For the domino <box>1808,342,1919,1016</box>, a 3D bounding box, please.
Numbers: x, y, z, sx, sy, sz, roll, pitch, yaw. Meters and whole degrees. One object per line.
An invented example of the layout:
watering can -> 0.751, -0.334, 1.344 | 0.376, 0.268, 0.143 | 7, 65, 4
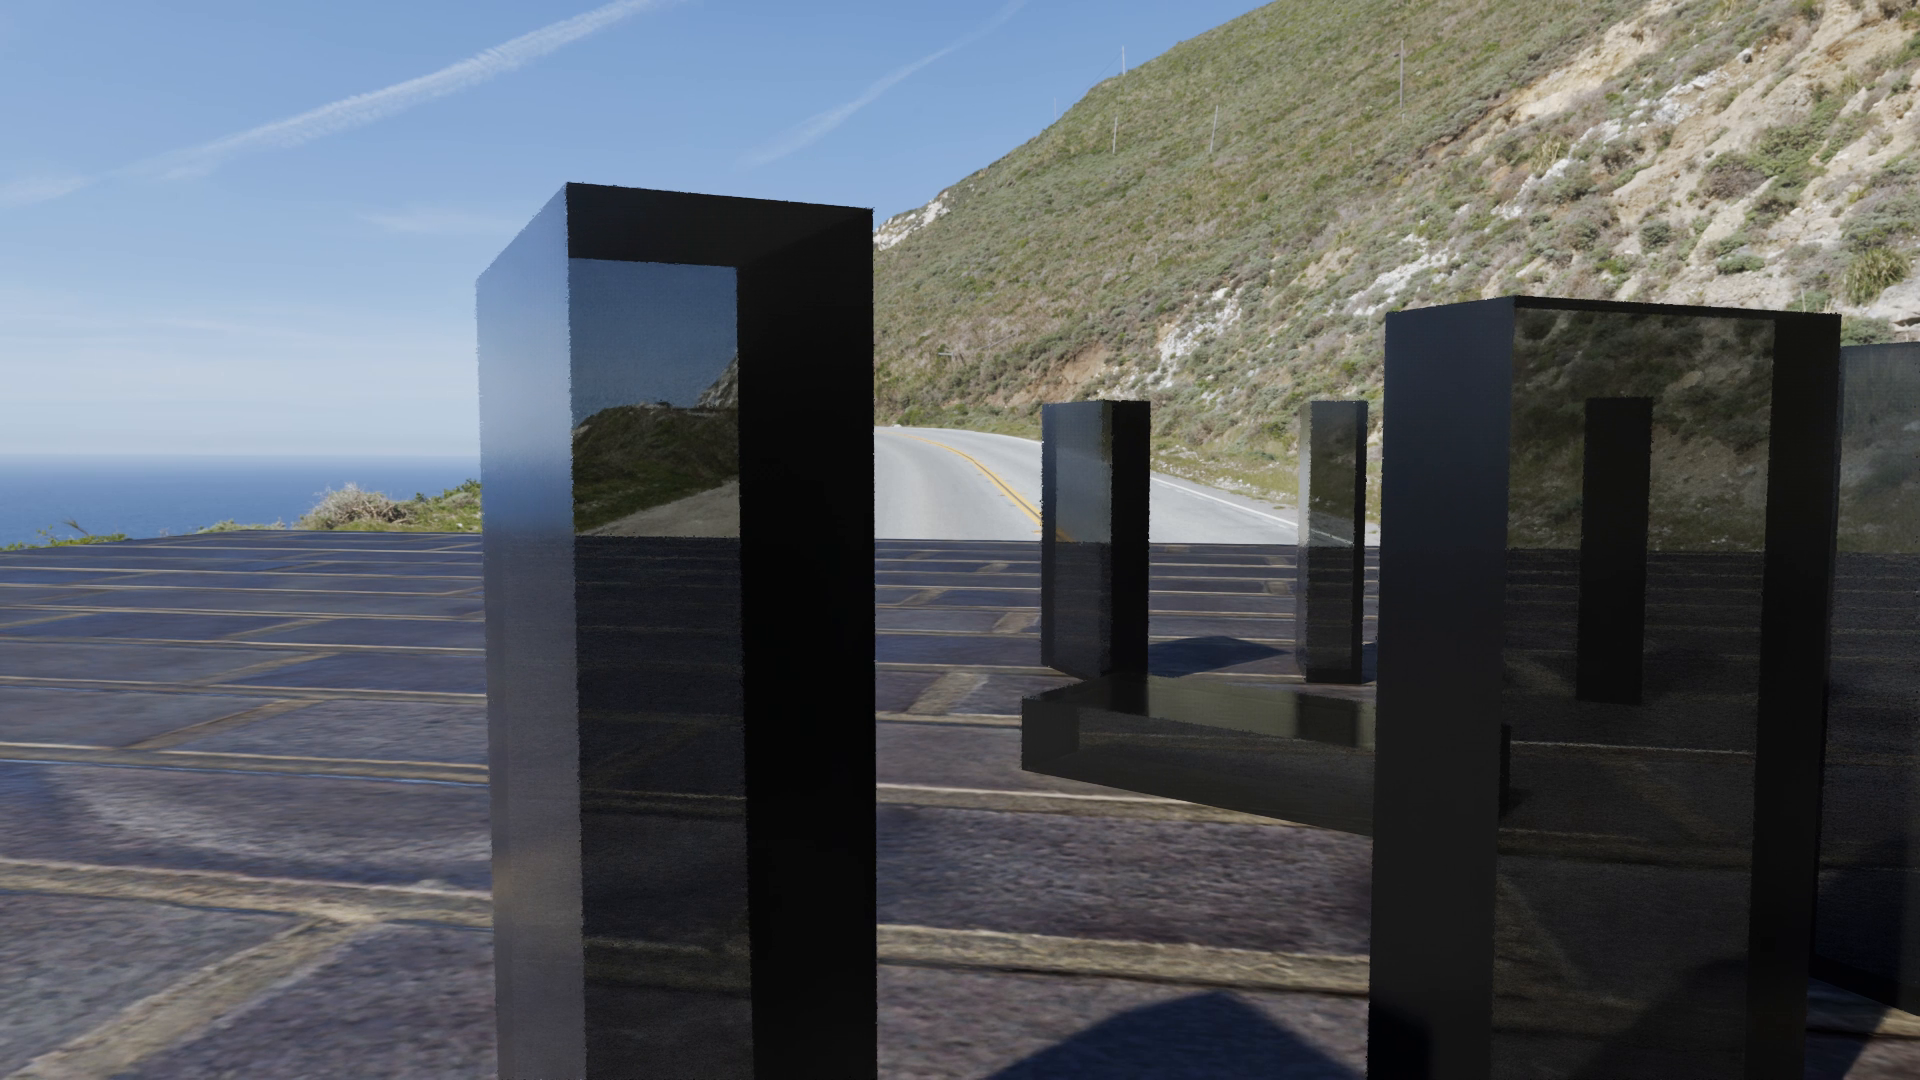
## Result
domino -> 0.076, 0.011, 0.094 | 0.010, 0.050, 0.025 | -2, 5, -25

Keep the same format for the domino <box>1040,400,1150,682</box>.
domino -> 0.025, 0.000, 0.236 | 0.010, 0.050, 0.025 | -2, 5, -21

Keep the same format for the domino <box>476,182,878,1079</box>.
domino -> -0.013, 0.014, 0.052 | 0.009, 0.050, 0.025 | -2, 5, -26

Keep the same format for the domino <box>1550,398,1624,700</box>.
domino -> 0.110, 0.001, 0.225 | 0.010, 0.050, 0.025 | 2, 5, 26

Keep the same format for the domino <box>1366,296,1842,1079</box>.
domino -> 0.038, 0.012, 0.076 | 0.025, 0.050, 0.010 | -2, 5, -22

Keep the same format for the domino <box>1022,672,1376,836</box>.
domino -> 0.035, 0.026, 0.162 | 0.050, 0.009, 0.025 | 3, 5, 38

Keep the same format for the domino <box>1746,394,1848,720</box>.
domino -> 0.136, 0.002, 0.208 | 0.009, 0.050, 0.025 | 3, 5, 39

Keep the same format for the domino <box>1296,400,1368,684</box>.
domino -> 0.069, 0.000, 0.238 | 0.009, 0.050, 0.025 | 1, 4, 10
